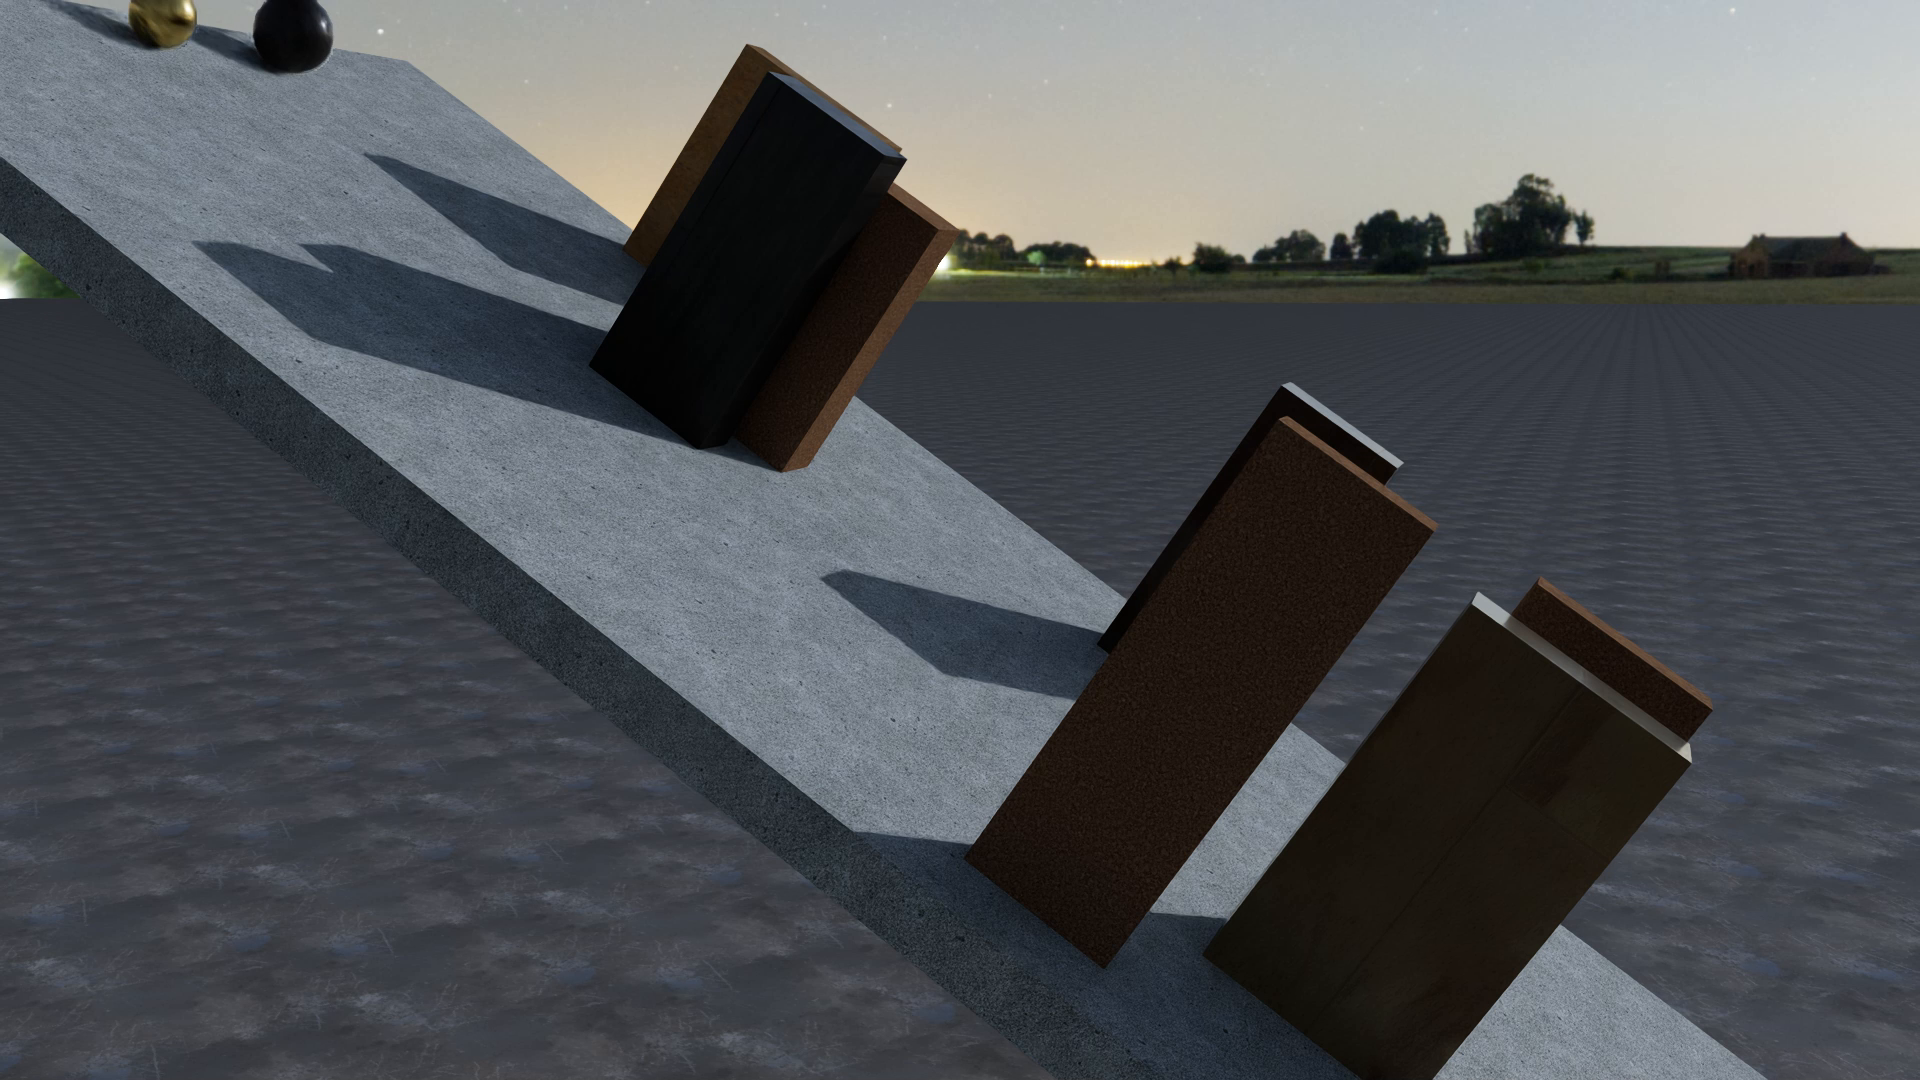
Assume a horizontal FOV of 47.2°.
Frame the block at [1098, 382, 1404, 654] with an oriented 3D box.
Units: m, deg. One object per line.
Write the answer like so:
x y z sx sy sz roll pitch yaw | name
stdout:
0.590 0.030 4.496 0.281 0.657 0.129 37 16 10 | block

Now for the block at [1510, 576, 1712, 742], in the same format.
0.849 0.457 3.575 0.326 0.744 0.099 37 16 10 | block

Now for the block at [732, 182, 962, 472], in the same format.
-0.341 -0.492 4.320 0.426 0.570 0.145 37 16 10 | block

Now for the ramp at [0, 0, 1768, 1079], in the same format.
-0.098 0.172 4.085 4.000 0.100 2.000 37 16 10 | ramp

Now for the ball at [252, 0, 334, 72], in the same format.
-1.405 -1.069 4.636 0.164 0.164 0.164 0 7 0 | ball

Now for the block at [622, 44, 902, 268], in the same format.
-0.450 -0.767 4.960 0.406 0.550 0.092 37 16 10 | block

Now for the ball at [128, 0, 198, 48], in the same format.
-1.546 -1.018 4.265 0.127 0.127 0.127 0 7 0 | ball

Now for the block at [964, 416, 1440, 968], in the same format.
0.334 0.223 3.130 0.259 0.793 0.083 37 16 10 | block

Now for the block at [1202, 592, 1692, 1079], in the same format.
0.739 0.479 3.376 0.386 0.696 0.135 37 16 10 | block

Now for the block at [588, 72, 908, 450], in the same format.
-0.400 -0.517 4.114 0.272 0.654 0.129 37 16 10 | block
